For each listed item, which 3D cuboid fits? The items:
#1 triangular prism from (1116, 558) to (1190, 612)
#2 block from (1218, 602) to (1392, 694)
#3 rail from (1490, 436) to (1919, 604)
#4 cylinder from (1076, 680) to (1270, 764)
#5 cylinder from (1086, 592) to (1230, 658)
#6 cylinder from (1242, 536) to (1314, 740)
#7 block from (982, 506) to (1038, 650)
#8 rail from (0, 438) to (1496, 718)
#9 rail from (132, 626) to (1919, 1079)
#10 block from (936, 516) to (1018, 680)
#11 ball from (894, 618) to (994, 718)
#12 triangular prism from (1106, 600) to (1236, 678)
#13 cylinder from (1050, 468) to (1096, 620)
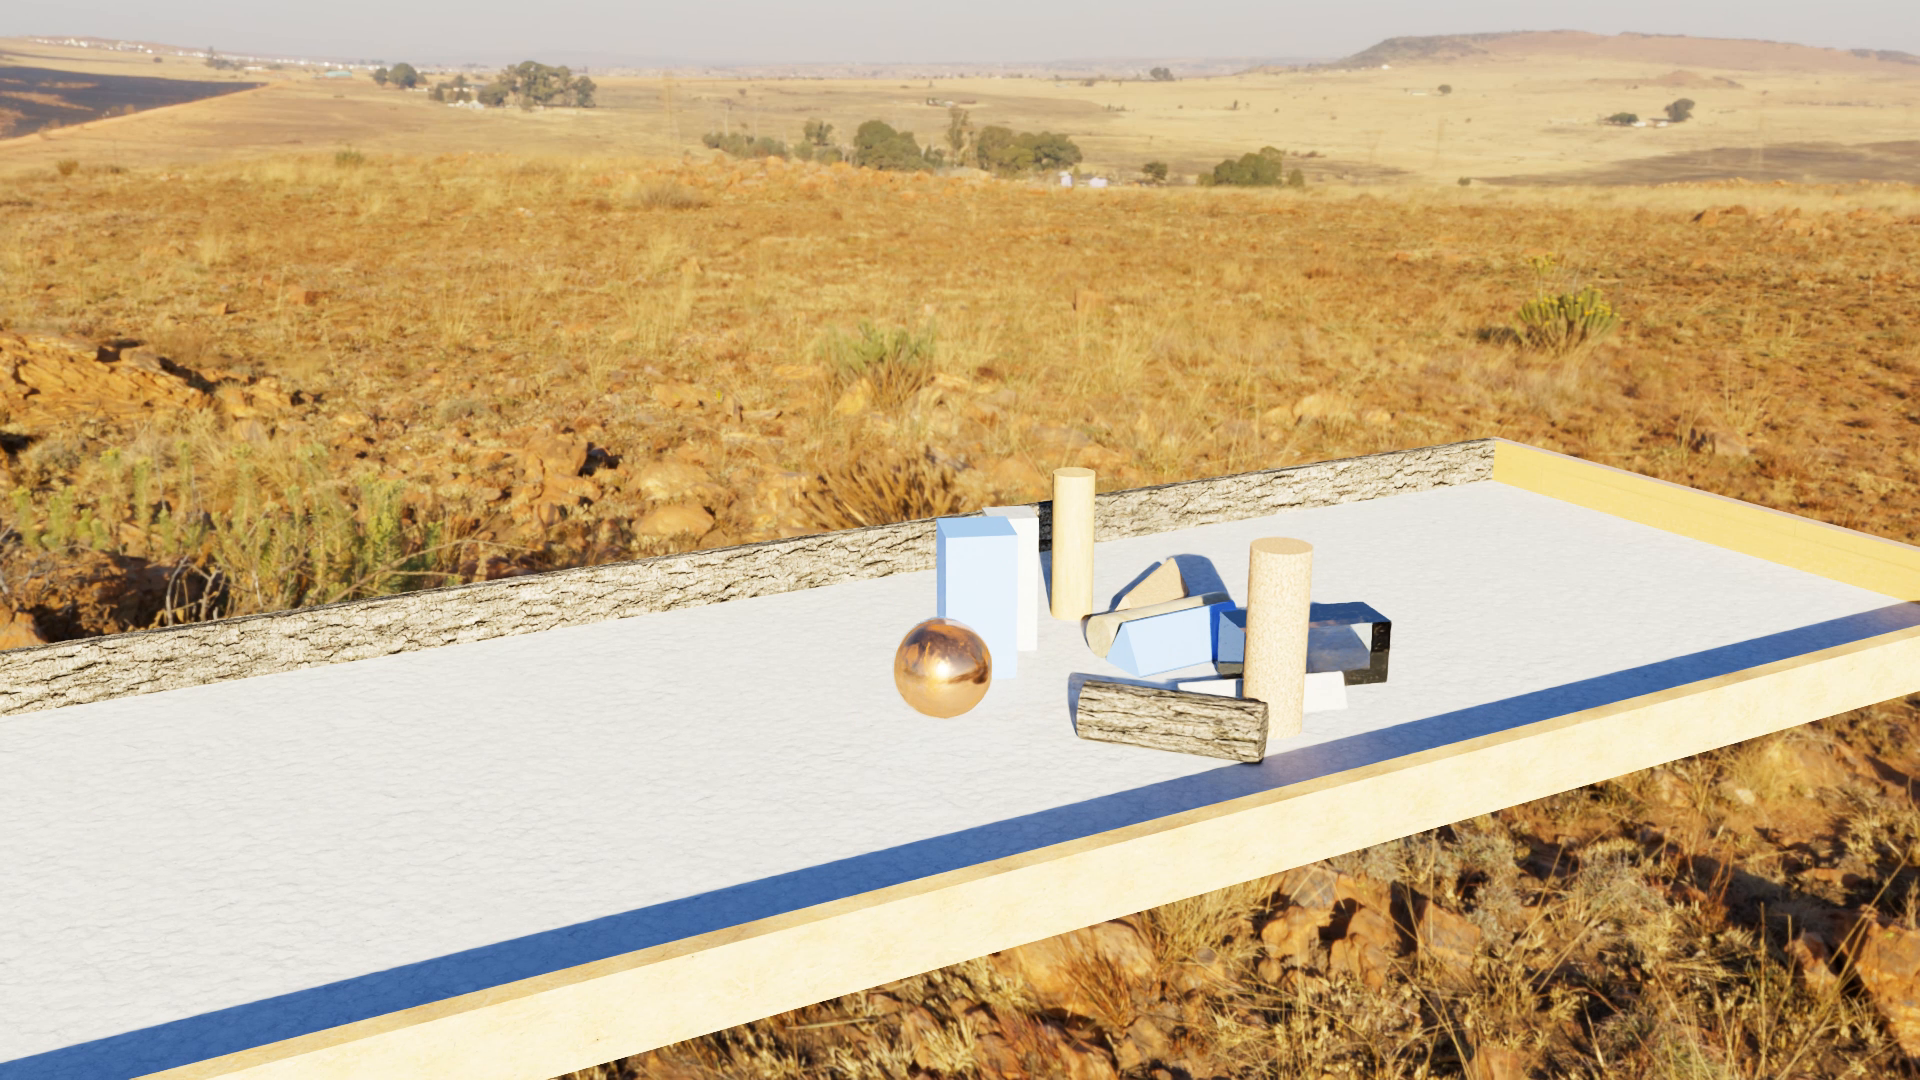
[{"bbox_3d":[0.533,0.151,4.652,0.117,0.101,0.400,8,18,24],"label":"triangular prism"},{"bbox_3d":[0.864,0.269,4.150,0.389,0.163,0.163,-4,17,-12],"label":"block"},{"bbox_3d":[2.466,-0.048,5.253,0.050,0.150,2.100,-9,18,-27],"label":"rail"},{"bbox_3d":[0.480,0.408,3.722,0.410,0.138,0.138,6,17,19],"label":"cylinder"},{"bbox_3d":[0.538,0.223,4.401,0.412,0.109,0.109,-10,19,-29],"label":"cylinder"},{"bbox_3d":[0.728,0.226,3.798,0.141,0.444,0.141,0,17,0],"label":"cylinder"},{"bbox_3d":[0.131,0.102,4.365,0.126,0.362,0.126,-3,17,-8],"label":"block"},{"bbox_3d":[-3.305,0.497,3.399,12.000,0.150,0.050,-9,18,-27],"label":"rail"},{"bbox_3d":[-2.336,1.006,1.665,12.000,0.150,0.050,-9,18,-27],"label":"rail"},{"bbox_3d":[0.042,0.147,4.188,0.179,0.376,0.179,-2,17,-8],"label":"block"},{"bbox_3d":[-0.039,0.304,3.904,0.235,0.235,0.235,0,16,0],"label":"ball"},{"bbox_3d":[0.570,0.244,4.292,0.356,0.124,0.143,-10,19,-29],"label":"triangular prism"},{"bbox_3d":[0.314,0.011,4.588,0.117,0.411,0.117,0,16,0],"label":"cylinder"}]
